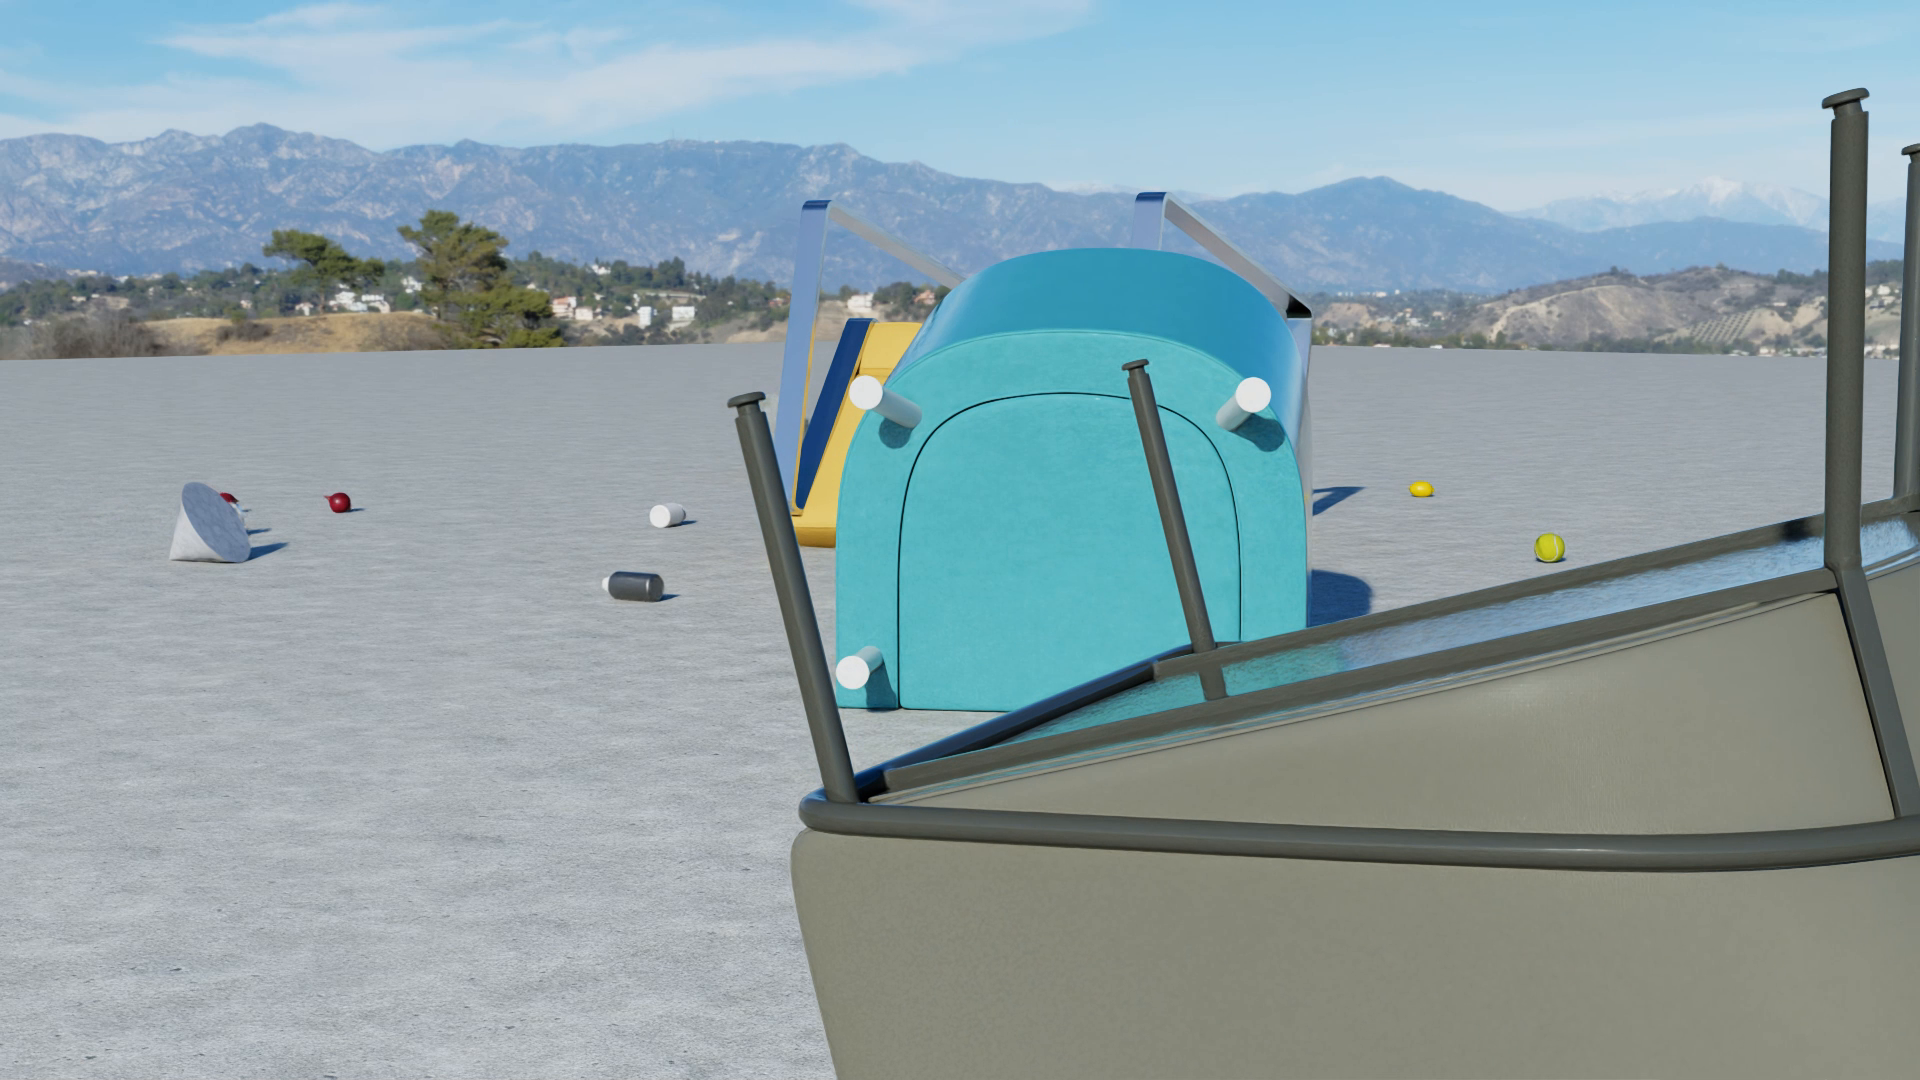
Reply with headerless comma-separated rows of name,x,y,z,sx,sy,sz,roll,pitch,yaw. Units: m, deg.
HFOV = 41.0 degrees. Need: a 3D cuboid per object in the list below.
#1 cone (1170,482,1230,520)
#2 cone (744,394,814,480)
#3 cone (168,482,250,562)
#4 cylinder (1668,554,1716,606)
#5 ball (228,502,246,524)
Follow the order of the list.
cone,0.624,-0.084,6.976,0.208,0.115,0.111,-7,-19,-34
cone,-0.624,-0.274,8.405,0.228,0.317,0.269,-6,34,18
cone,-1.778,0.003,5.942,0.152,0.213,0.247,-36,39,12
cylinder,1.472,0.081,5.156,0.064,0.100,0.112,-20,-7,28
ball,-1.859,-0.054,6.504,0.089,0.089,0.089,0,6,0
